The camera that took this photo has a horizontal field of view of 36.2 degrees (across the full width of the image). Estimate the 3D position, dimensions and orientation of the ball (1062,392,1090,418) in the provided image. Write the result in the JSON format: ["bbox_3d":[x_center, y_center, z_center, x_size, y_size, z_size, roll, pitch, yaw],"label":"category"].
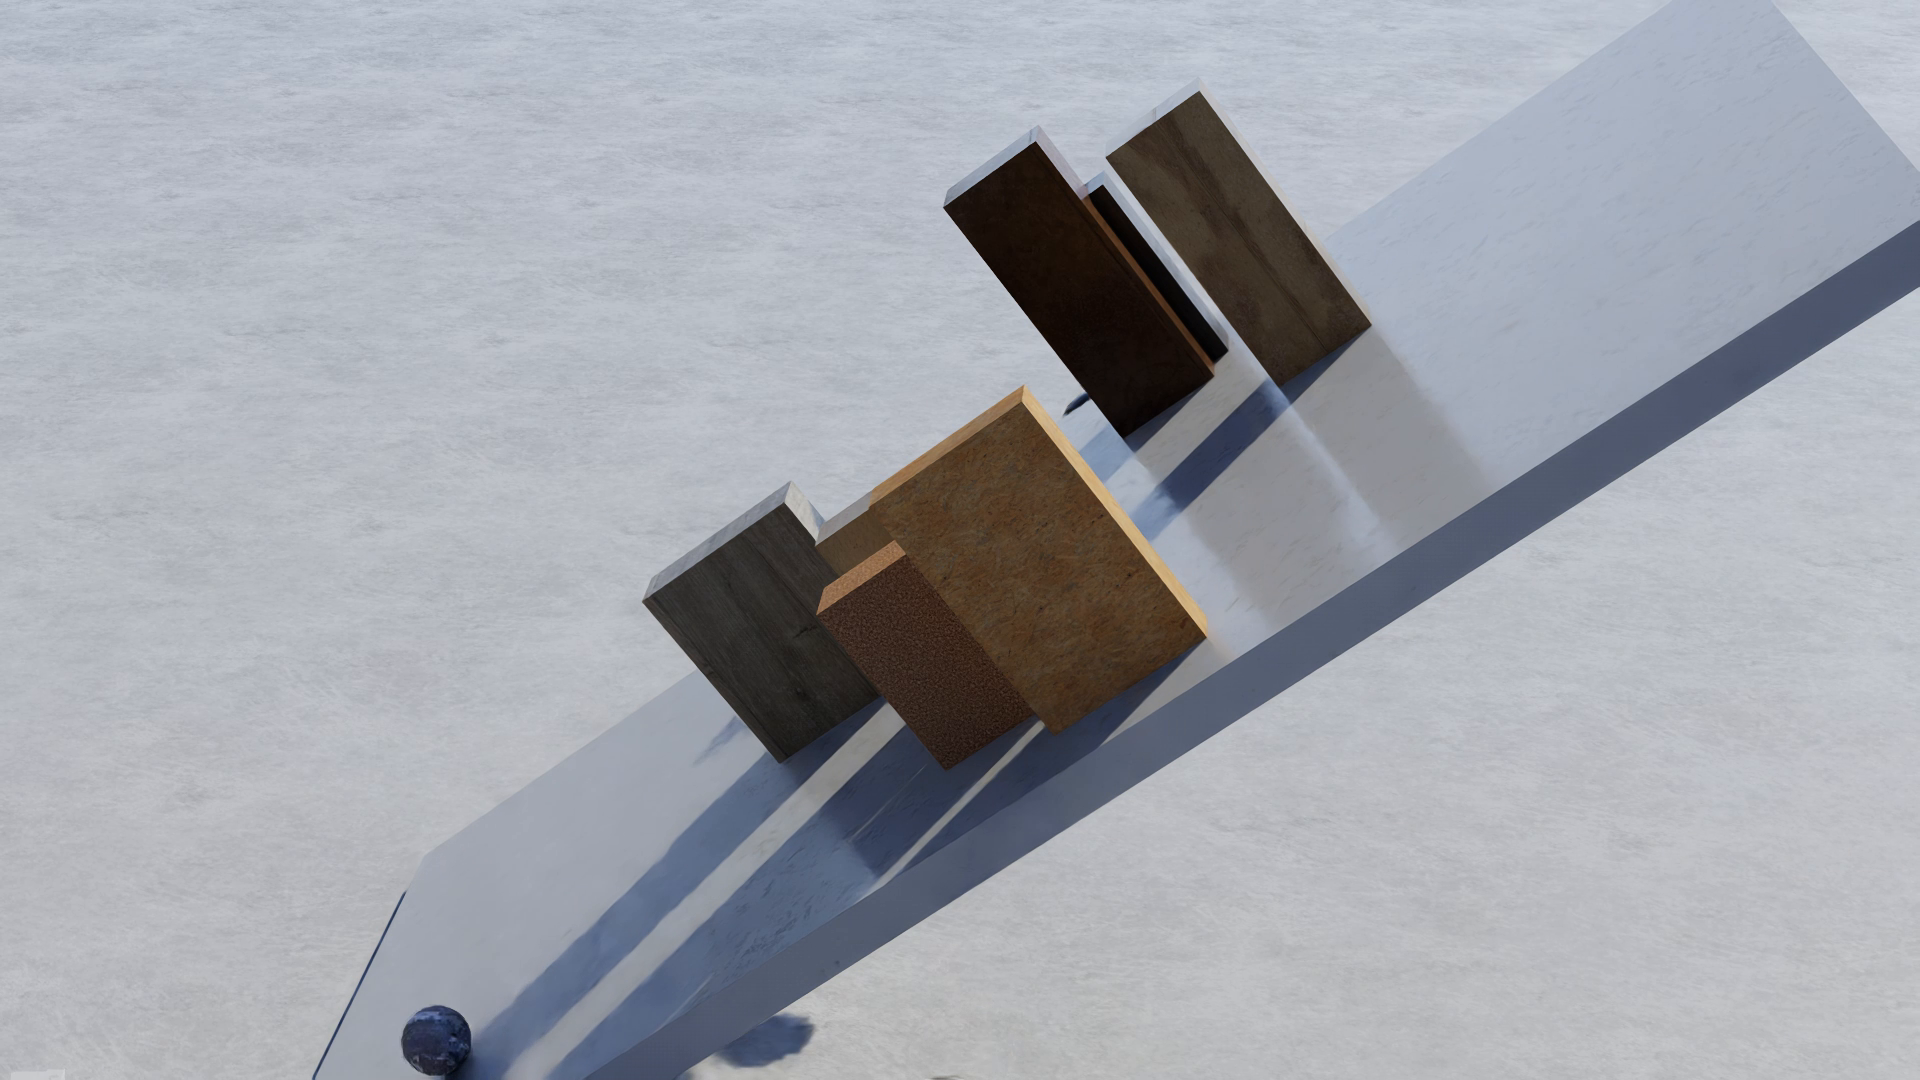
[{"bbox_3d":[0.355,-0.285,7.458,0.200,0.200,0.200,0,23,0],"label":"ball"}]

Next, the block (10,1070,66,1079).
[{"bbox_3d":[-2.117,1.298,6.739,0.116,0.116,0.116,-2,23,-5],"label":"block"}]

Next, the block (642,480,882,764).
[{"bbox_3d":[-0.379,0.180,6.388,0.395,0.477,0.130,-34,16,16],"label":"block"}]

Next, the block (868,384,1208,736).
[{"bbox_3d":[0.147,0.042,5.415,0.349,0.568,0.093,-34,16,16],"label":"block"}]

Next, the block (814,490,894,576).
[{"bbox_3d":[-0.031,0.069,5.992,0.320,0.434,0.112,-34,16,16],"label":"block"}]

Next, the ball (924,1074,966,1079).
[{"bbox_3d":[-0.027,1.047,5.191,0.202,0.202,0.202,0,23,0],"label":"ball"}]

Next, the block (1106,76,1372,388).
[{"bbox_3d":[0.592,-0.650,6.239,0.241,0.628,0.122,-34,16,16],"label":"block"}]

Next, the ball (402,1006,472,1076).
[{"bbox_3d":[-1.101,1.054,6.187,0.146,0.146,0.146,0,23,0],"label":"ball"}]

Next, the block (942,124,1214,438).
[{"bbox_3d":[0.274,-0.583,6.677,0.258,0.679,0.145,-34,16,16],"label":"block"}]

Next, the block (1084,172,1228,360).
[{"bbox_3d":[0.366,-0.567,6.780,0.272,0.489,0.118,-34,16,16],"label":"block"}]

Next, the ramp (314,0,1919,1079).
[{"bbox_3d":[0.129,0.179,6.322,4.000,0.100,2.000,-34,16,16],"label":"ramp"}]

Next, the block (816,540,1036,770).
[{"bbox_3d":[-0.030,0.194,5.687,0.293,0.409,0.129,-34,16,16],"label":"block"}]
